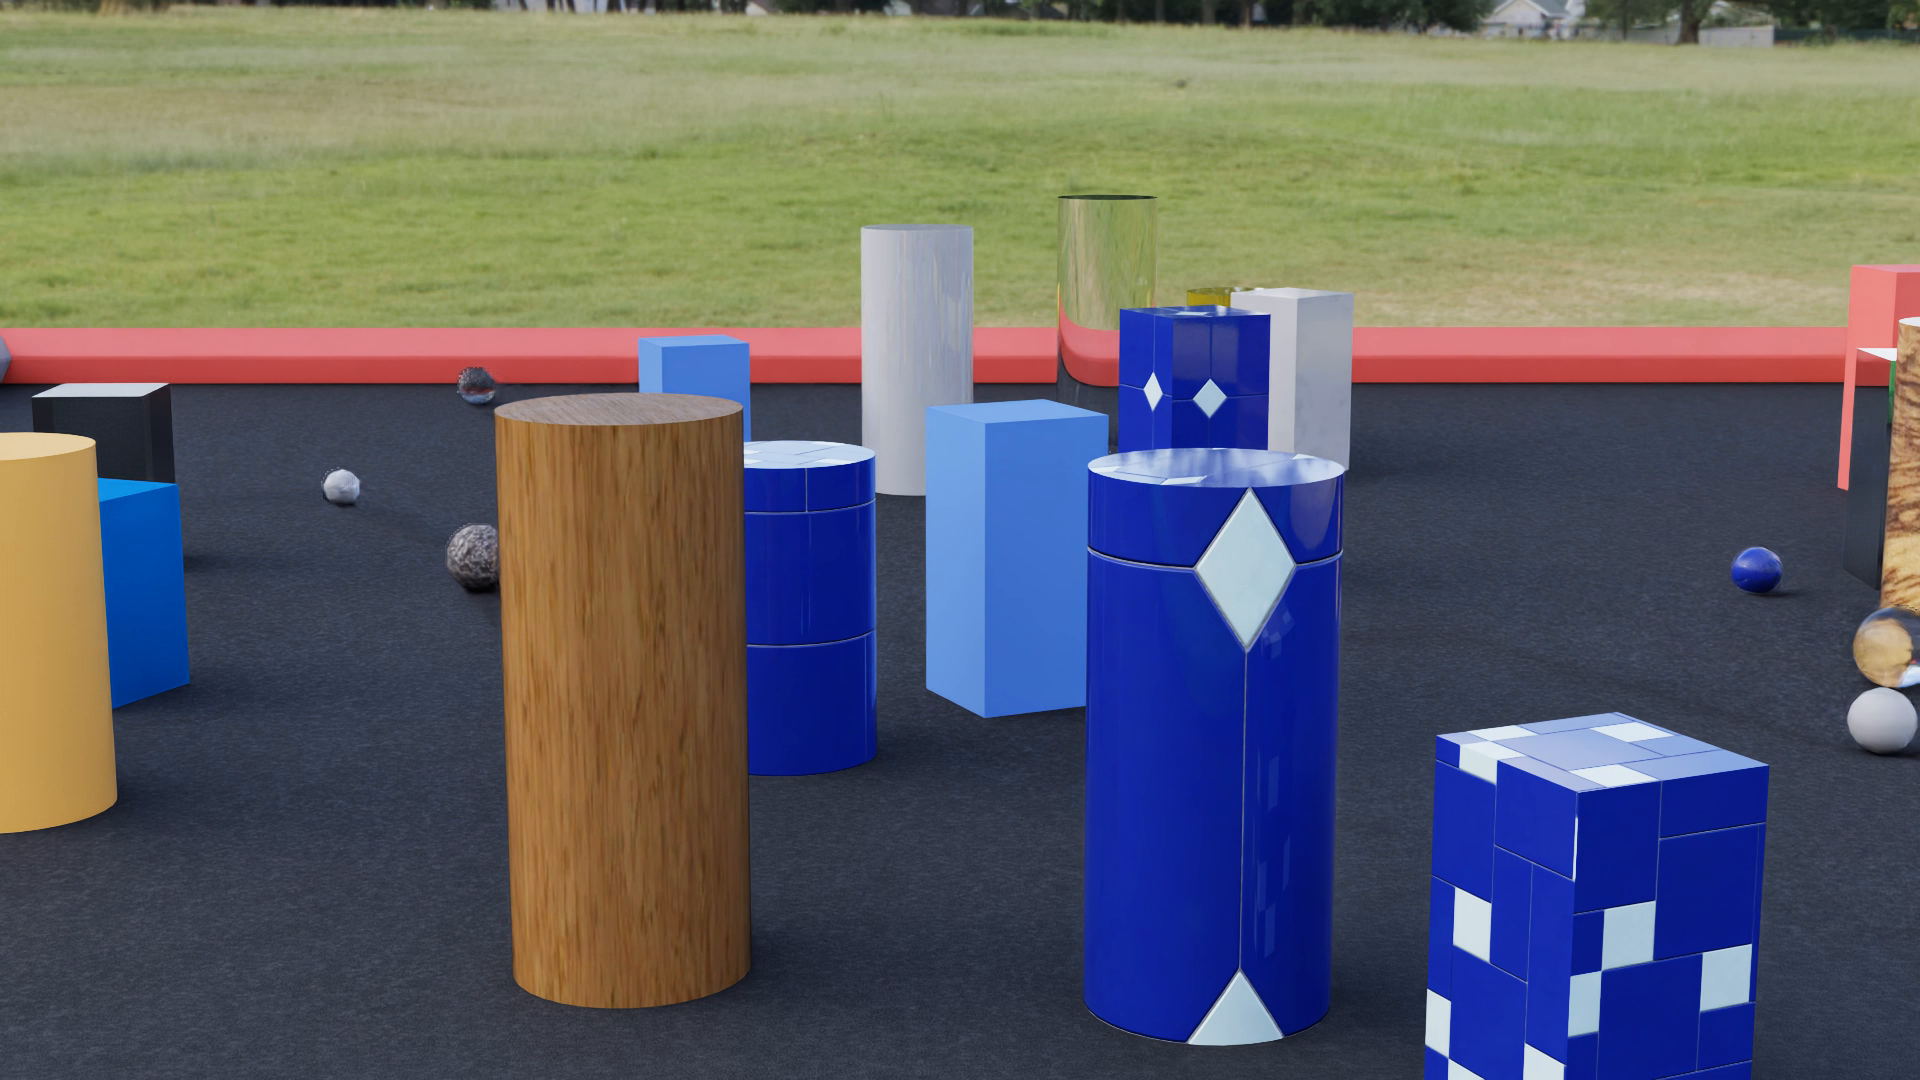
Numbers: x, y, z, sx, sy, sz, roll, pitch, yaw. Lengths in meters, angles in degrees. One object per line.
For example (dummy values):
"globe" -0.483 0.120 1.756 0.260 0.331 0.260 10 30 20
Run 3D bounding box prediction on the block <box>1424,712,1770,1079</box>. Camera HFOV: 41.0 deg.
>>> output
"block" 0.431 0.275 1.756 0.155 0.270 0.155 -5 12 -24

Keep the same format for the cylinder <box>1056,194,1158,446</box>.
"cylinder" 0.285 -0.431 5.006 0.194 0.472 0.194 0 11 0

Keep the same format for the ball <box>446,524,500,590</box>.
"ball" -0.671 0.025 3.589 0.093 0.093 0.093 0 11 0

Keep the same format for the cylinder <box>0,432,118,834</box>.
"cylinder" -0.940 0.087 2.520 0.194 0.360 0.194 0 11 0

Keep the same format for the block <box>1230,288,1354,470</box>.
"block" 0.596 -0.286 4.634 0.155 0.321 0.155 -9 14 -41

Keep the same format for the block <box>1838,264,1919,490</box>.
"block" 1.618 -0.270 4.373 0.155 0.385 0.155 -2 11 -8

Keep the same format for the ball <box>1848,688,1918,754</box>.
"ball" 0.986 0.193 2.742 0.070 0.070 0.070 0 11 0

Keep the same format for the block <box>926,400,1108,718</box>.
"block" 0.064 0.017 2.964 0.155 0.335 0.155 -5 12 -25

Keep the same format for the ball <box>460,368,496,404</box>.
"ball" -1.045 -0.332 5.552 0.077 0.077 0.077 0 11 0

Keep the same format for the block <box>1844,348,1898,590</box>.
"block" 1.364 -0.102 3.639 0.155 0.323 0.155 0 11 2

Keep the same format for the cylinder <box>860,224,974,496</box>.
"cylinder" -0.074 -0.315 4.439 0.194 0.450 0.194 0 11 0

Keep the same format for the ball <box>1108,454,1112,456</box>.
"ball" 0.258 -0.117 4.432 0.063 0.063 0.063 0 11 0

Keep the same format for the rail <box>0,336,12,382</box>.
"rail" -2.177 0.035 3.437 0.045 0.126 5.034 0 11 0

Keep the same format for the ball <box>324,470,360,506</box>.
"ball" -1.031 -0.087 4.281 0.060 0.060 0.060 0 11 0

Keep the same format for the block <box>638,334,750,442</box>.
"block" -0.462 -0.221 4.469 0.155 0.254 0.155 -4 11 -21

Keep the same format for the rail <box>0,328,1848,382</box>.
"rail" -0.014 -0.423 5.900 4.401 0.126 0.045 0 11 0

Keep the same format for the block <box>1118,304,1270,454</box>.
"block" 0.330 -0.134 3.650 0.155 0.382 0.155 -5 12 -24

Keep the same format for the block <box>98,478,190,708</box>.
"block" -1.019 0.060 2.995 0.155 0.240 0.155 4 11 22

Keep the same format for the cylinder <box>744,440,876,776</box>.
"cylinder" -0.186 0.069 2.721 0.194 0.323 0.194 0 11 0

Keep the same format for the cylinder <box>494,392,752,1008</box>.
"cylinder" -0.268 0.122 2.057 0.194 0.459 0.194 0 11 0

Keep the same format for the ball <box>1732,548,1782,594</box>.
"ball" 1.108 0.043 3.565 0.066 0.066 0.066 0 11 0

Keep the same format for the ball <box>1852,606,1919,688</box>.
"ball" 1.104 0.127 3.027 0.097 0.097 0.097 0 11 0

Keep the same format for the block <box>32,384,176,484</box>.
"block" -1.249 -0.091 3.758 0.155 0.259 0.155 0 11 -3

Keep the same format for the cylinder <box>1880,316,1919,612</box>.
"cylinder" 1.233 -0.055 3.125 0.194 0.418 0.194 0 11 0

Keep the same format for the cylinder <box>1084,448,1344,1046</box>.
"cylinder" 0.194 0.153 1.985 0.194 0.425 0.194 0 11 0

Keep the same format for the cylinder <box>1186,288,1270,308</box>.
"cylinder" 0.528 -0.325 4.901 0.194 0.300 0.194 0 11 0
